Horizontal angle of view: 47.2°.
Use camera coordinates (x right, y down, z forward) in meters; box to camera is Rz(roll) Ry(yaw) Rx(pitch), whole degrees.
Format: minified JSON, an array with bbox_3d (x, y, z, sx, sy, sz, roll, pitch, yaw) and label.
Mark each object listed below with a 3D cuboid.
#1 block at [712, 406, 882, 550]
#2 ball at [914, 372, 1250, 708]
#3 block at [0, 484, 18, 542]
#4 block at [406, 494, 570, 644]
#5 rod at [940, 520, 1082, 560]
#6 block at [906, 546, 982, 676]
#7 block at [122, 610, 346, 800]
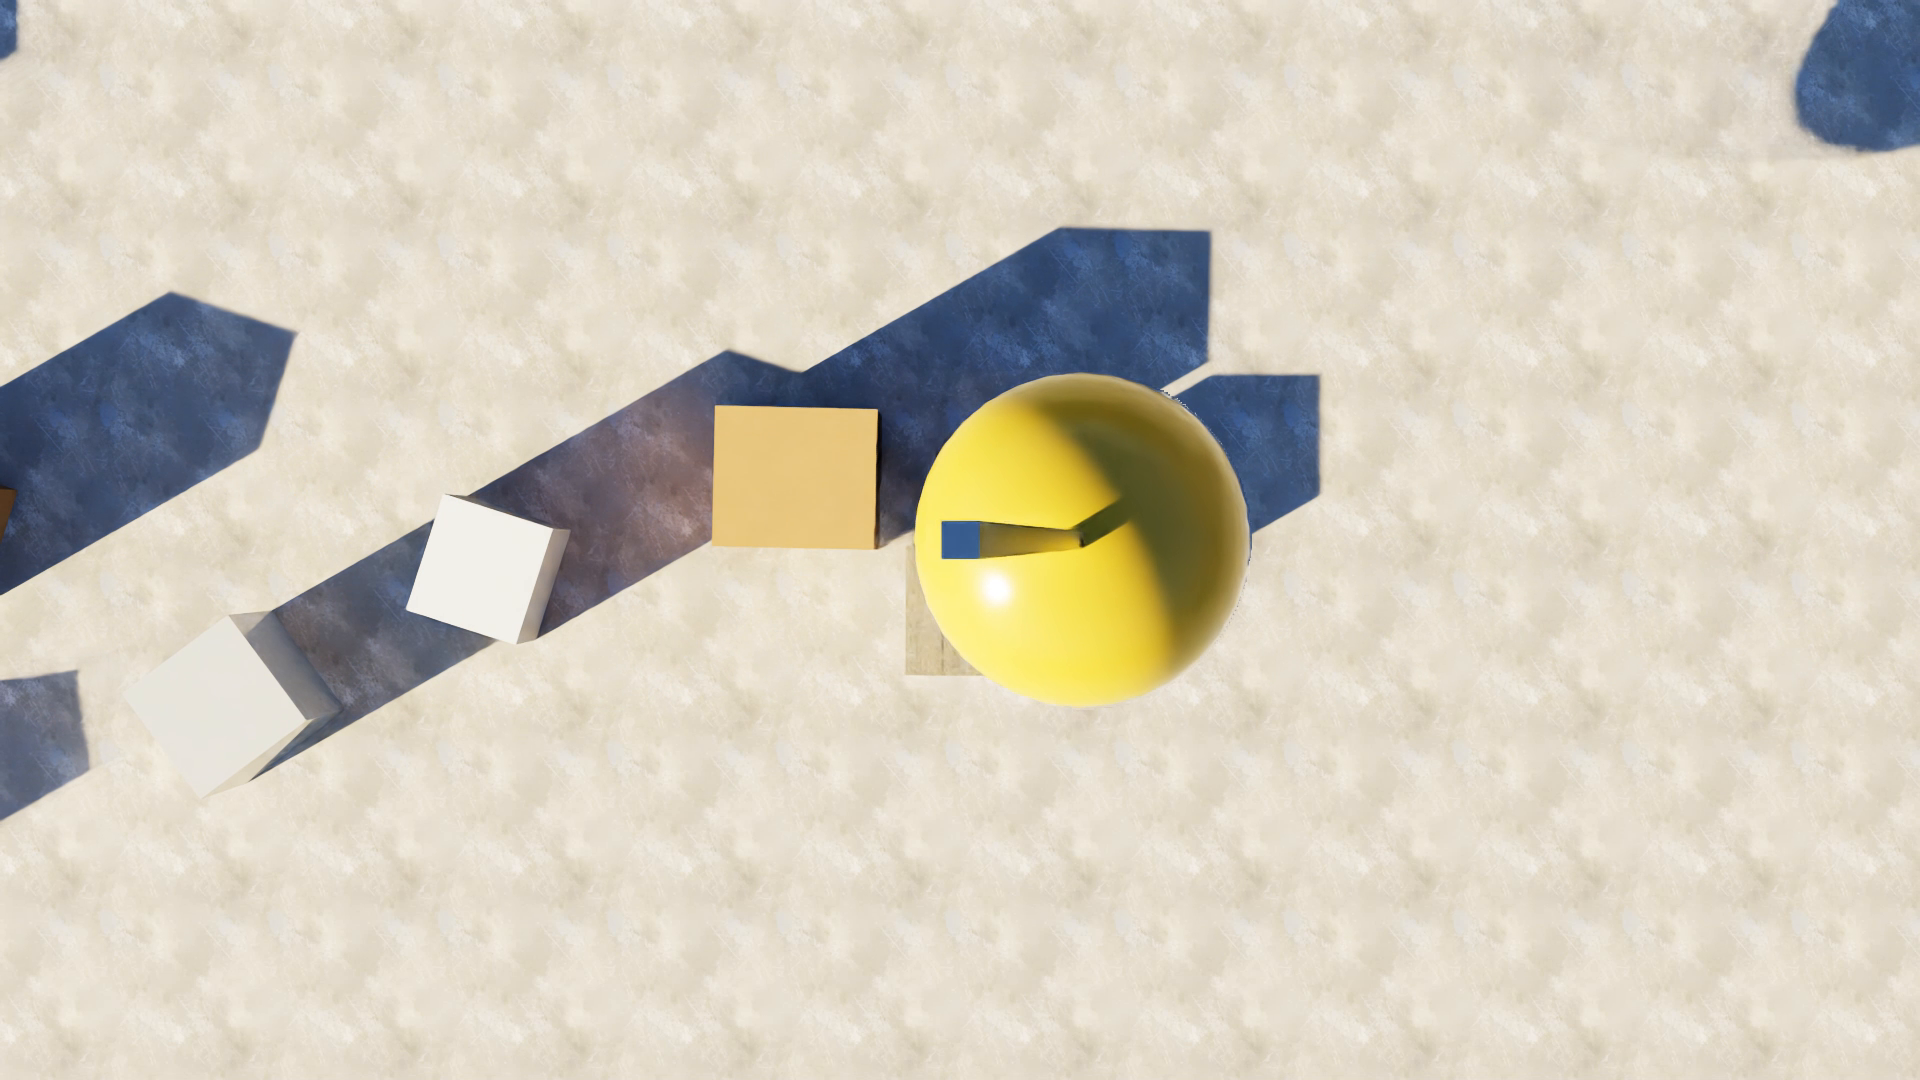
[{"bbox_3d":[-0.921,-0.347,12.626,0.904,0.748,0.783,1,90,0],"label":"block"},{"bbox_3d":[0.579,0.000,10.497,1.600,1.600,1.600,0,90,0],"label":"ball"},{"bbox_3d":[-6.059,-0.069,12.683,0.792,0.634,0.731,18,90,0],"label":"block"},{"bbox_3d":[-2.712,0.165,12.705,0.649,0.591,0.687,18,90,0],"label":"block"},{"bbox_3d":[0.251,0.000,7.113,0.080,5.200,0.080,0,90,6],"label":"rod"},{"bbox_3d":[0.013,0.397,12.655,0.642,0.689,0.720,0,90,0],"label":"block"},{"bbox_3d":[-4.146,0.929,12.611,0.735,0.779,0.733,-37,90,0],"label":"block"}]
